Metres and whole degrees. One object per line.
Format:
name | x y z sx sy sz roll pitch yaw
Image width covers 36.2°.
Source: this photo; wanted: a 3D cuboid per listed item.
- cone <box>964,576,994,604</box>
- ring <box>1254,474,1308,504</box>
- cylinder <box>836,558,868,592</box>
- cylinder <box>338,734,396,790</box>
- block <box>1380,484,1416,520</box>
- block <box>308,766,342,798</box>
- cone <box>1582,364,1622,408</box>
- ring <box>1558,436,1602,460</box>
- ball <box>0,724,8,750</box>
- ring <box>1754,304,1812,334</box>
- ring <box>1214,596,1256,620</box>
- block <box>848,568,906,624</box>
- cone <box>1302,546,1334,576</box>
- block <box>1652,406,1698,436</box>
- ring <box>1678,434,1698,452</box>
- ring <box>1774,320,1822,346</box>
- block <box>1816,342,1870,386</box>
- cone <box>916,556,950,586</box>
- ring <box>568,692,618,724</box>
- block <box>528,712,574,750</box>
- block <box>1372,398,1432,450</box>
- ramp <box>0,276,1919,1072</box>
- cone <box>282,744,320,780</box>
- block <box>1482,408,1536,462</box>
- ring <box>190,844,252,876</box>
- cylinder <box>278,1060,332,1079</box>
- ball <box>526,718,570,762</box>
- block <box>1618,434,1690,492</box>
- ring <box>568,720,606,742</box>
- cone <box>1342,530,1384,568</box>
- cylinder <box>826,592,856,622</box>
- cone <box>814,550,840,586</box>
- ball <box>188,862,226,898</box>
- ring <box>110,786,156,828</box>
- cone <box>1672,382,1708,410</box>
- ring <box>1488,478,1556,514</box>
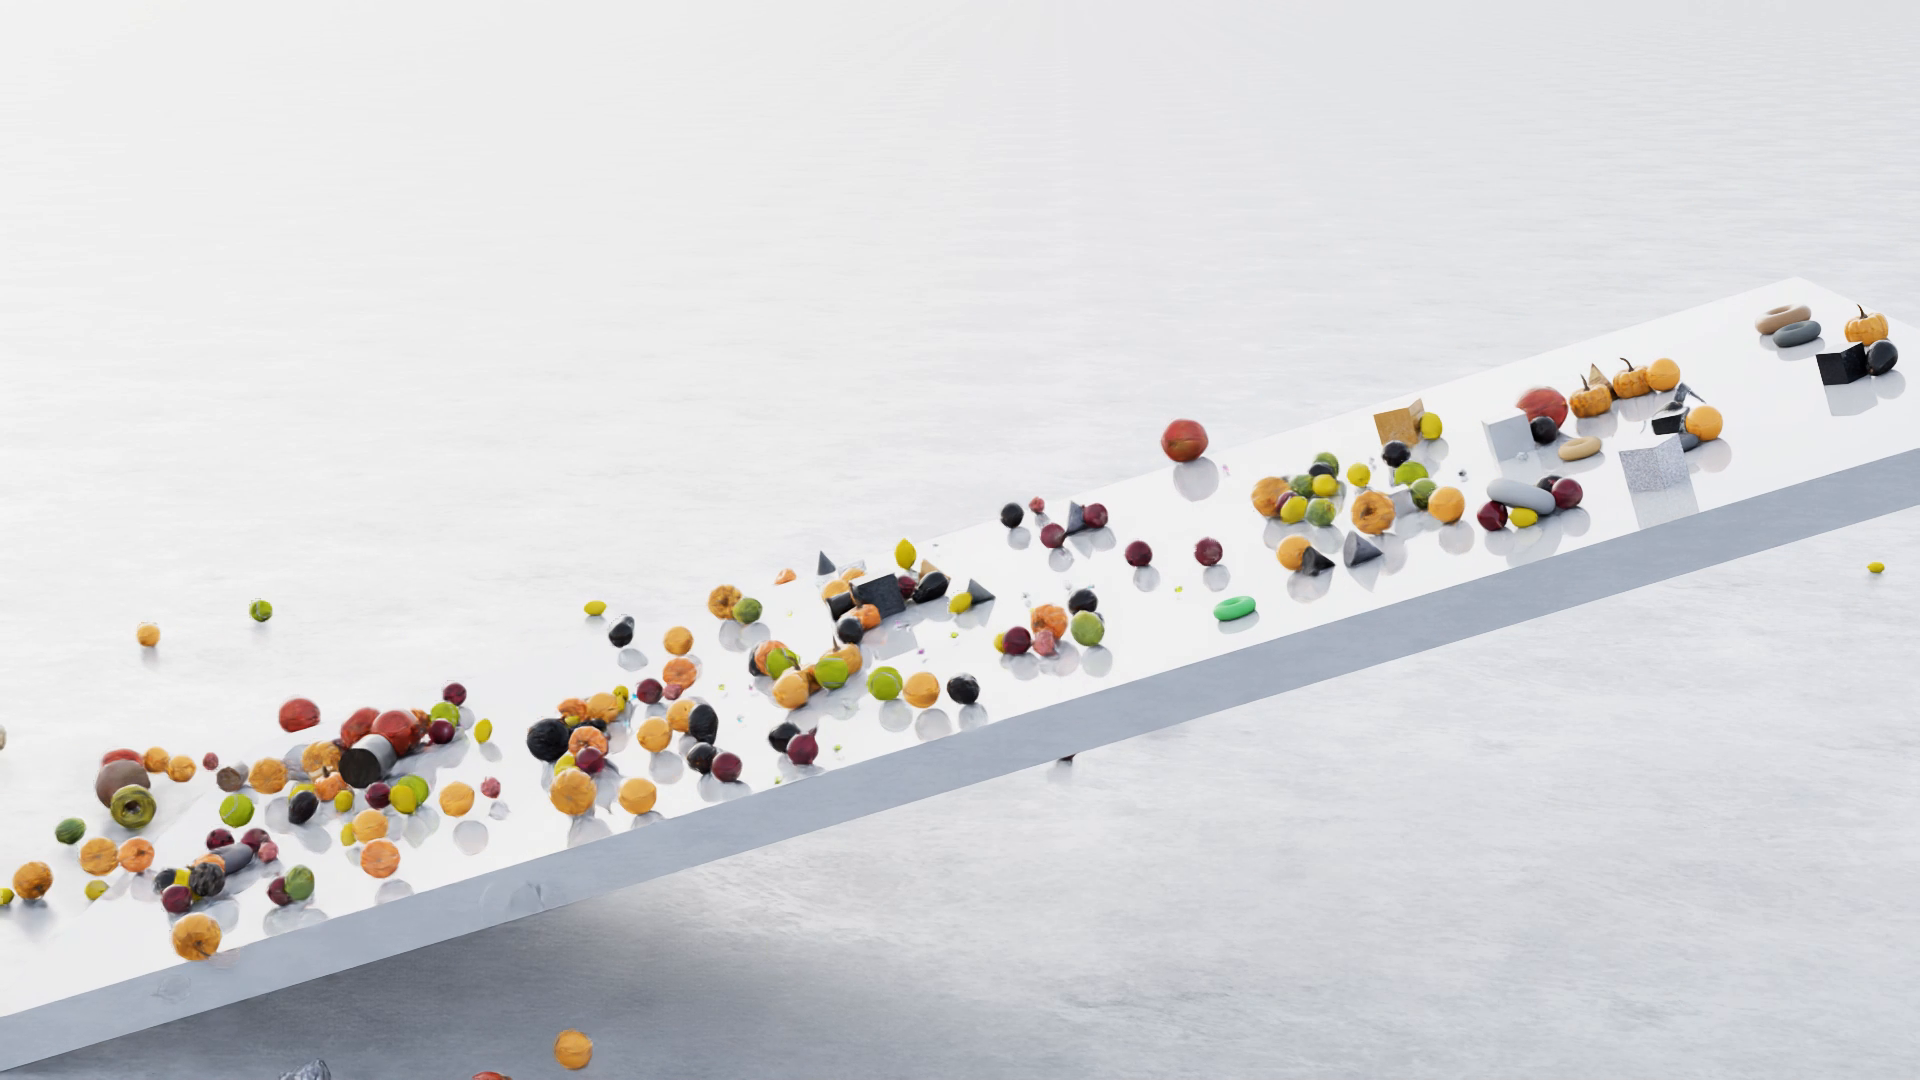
cone | 0.049 0.119 6.378 0.064 0.064 0.064 19 14 8
ring | 0.705 -0.111 6.447 0.122 0.041 0.122 -17 11 4
cylinder | -0.253 0.082 6.988 0.062 0.062 0.062 -20 11 3
cylinder | -1.315 0.492 6.527 0.096 0.096 0.096 2 14 10
block | 0.883 -0.077 5.933 0.051 0.051 0.051 -18 10 1
block | -1.419 0.540 6.574 0.052 0.052 0.052 -21 11 -19
cone | 1.385 -0.345 6.392 0.088 0.088 0.088 -17 10 3
ring | 1.252 -0.185 5.939 0.089 0.030 0.089 -18 11 4
ball | -2.549 0.516 7.706 0.100 0.100 0.100 0 11 0
ring | 1.831 -0.492 6.546 0.127 0.042 0.127 -18 9 3
ring | 0.517 0.128 5.538 0.083 0.028 0.083 -16 10 3
block | -0.185 0.124 6.570 0.090 0.090 0.090 -20 10 -11
cone | 0.699 0.044 5.677 0.059 0.059 0.059 7 9 -17
block | 1.404 -0.221 5.781 0.061 0.061 0.061 -12 12 31
ring | 1.396 -0.187 5.715 0.078 0.026 0.078 -17 9 3
ring | 1.810 -0.446 6.358 0.104 0.035 0.104 -18 10 3
block | 1.757 -0.351 5.855 0.066 0.066 0.066 -23 12 -29
cone | -0.055 0.082 6.735 0.073 0.073 0.073 19 14 5
ring | -0.809 0.370 6.479 0.117 0.039 0.117 -17 11 4
block | -0.870 0.415 6.251 0.072 0.072 0.072 -20 10 -12
block | 0.995 -0.261 6.616 0.087 0.087 0.087 -12 12 31
ramp | 0.098 0.184 6.313 4.000 0.100 2.000 -17 10 5
cone | -1.498 0.531 6.786 0.095 0.095 0.095 25 24 35
block | 1.147 -0.220 6.151 0.083 0.083 0.083 -17 10 3
ring | -1.535 0.669 6.112 0.133 0.044 0.133 -17 9 3
cylinder | -1.182 0.992 5.330 0.078 0.078 0.078 -21 13 -3
ball | -0.863 0.419 6.163 0.090 0.090 0.090 0 11 0
block | 1.297 -0.144 5.499 0.082 0.082 0.082 -26 13 -40
ring | -0.797 0.407 6.292 0.086 0.029 0.086 -16 11 3
cone | 0.781 0.022 5.640 0.071 0.071 0.071 8 10 -11
cylinder | -0.270 0.151 6.670 0.056 0.056 0.056 -20 15 -10
cone | -0.329 0.060 7.183 0.080 0.080 0.080 -17 10 3
ball | -1.510 0.681 5.897 0.071 0.071 0.071 0 11 0
ring | -1.985 0.641 7.060 0.109 0.109 0.036 -2 14 -7
cone | 1.506 -0.284 6.030 0.066 0.066 0.066 20 19 28
ring | 1.057 -0.082 5.544 0.132 0.044 0.132 17 -1 0
